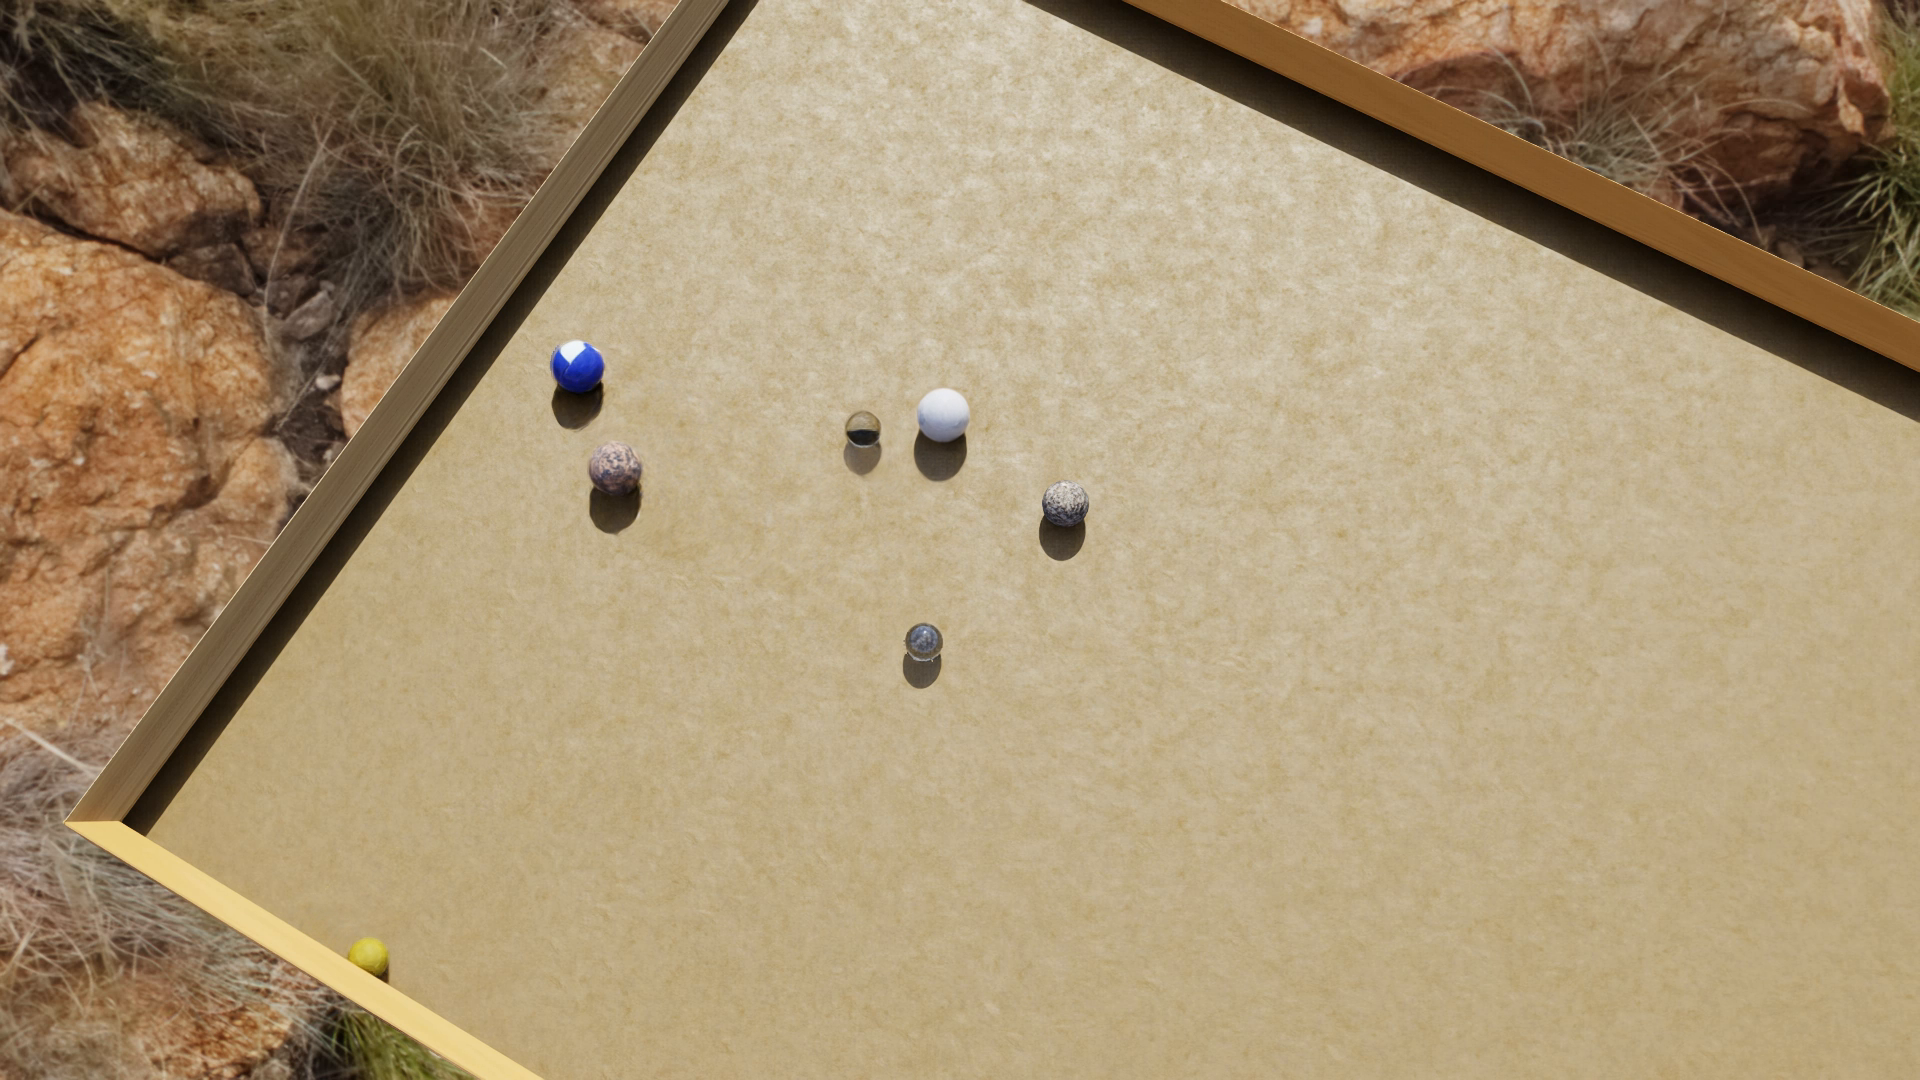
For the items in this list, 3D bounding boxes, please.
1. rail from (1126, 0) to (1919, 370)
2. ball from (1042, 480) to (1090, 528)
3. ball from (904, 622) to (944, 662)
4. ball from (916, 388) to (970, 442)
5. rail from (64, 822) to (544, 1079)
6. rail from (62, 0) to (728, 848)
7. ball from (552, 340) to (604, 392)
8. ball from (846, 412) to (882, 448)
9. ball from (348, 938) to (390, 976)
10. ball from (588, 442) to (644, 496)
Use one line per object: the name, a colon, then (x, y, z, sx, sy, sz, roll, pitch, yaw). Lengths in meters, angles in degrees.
rail: (1.313, -0.436, 3.663, 3.636, 0.114, 0.045, 28, 70, 11)
ball: (0.169, -0.058, 3.527, 0.076, 0.076, 0.076, 0, 67, 0)
ball: (-0.056, 0.159, 3.444, 0.061, 0.061, 0.061, 0, 67, 0)
ball: (-0.027, -0.203, 3.581, 0.088, 0.088, 0.088, 0, 67, 0)
rail: (0.265, 1.254, 2.956, 3.636, 0.114, 0.045, 28, 70, 11)
rail: (-0.768, -0.413, 3.654, 0.045, 0.114, 2.157, 28, 70, 11)
ball: (-0.627, -0.285, 3.616, 0.086, 0.086, 0.086, 0, 67, 0)
ball: (-0.157, -0.180, 3.586, 0.060, 0.060, 0.060, 0, 67, 0)
ball: (-0.875, 0.618, 3.252, 0.060, 0.060, 0.060, 0, 67, 0)
ball: (-0.554, -0.115, 3.545, 0.086, 0.086, 0.086, 0, 67, 0)
